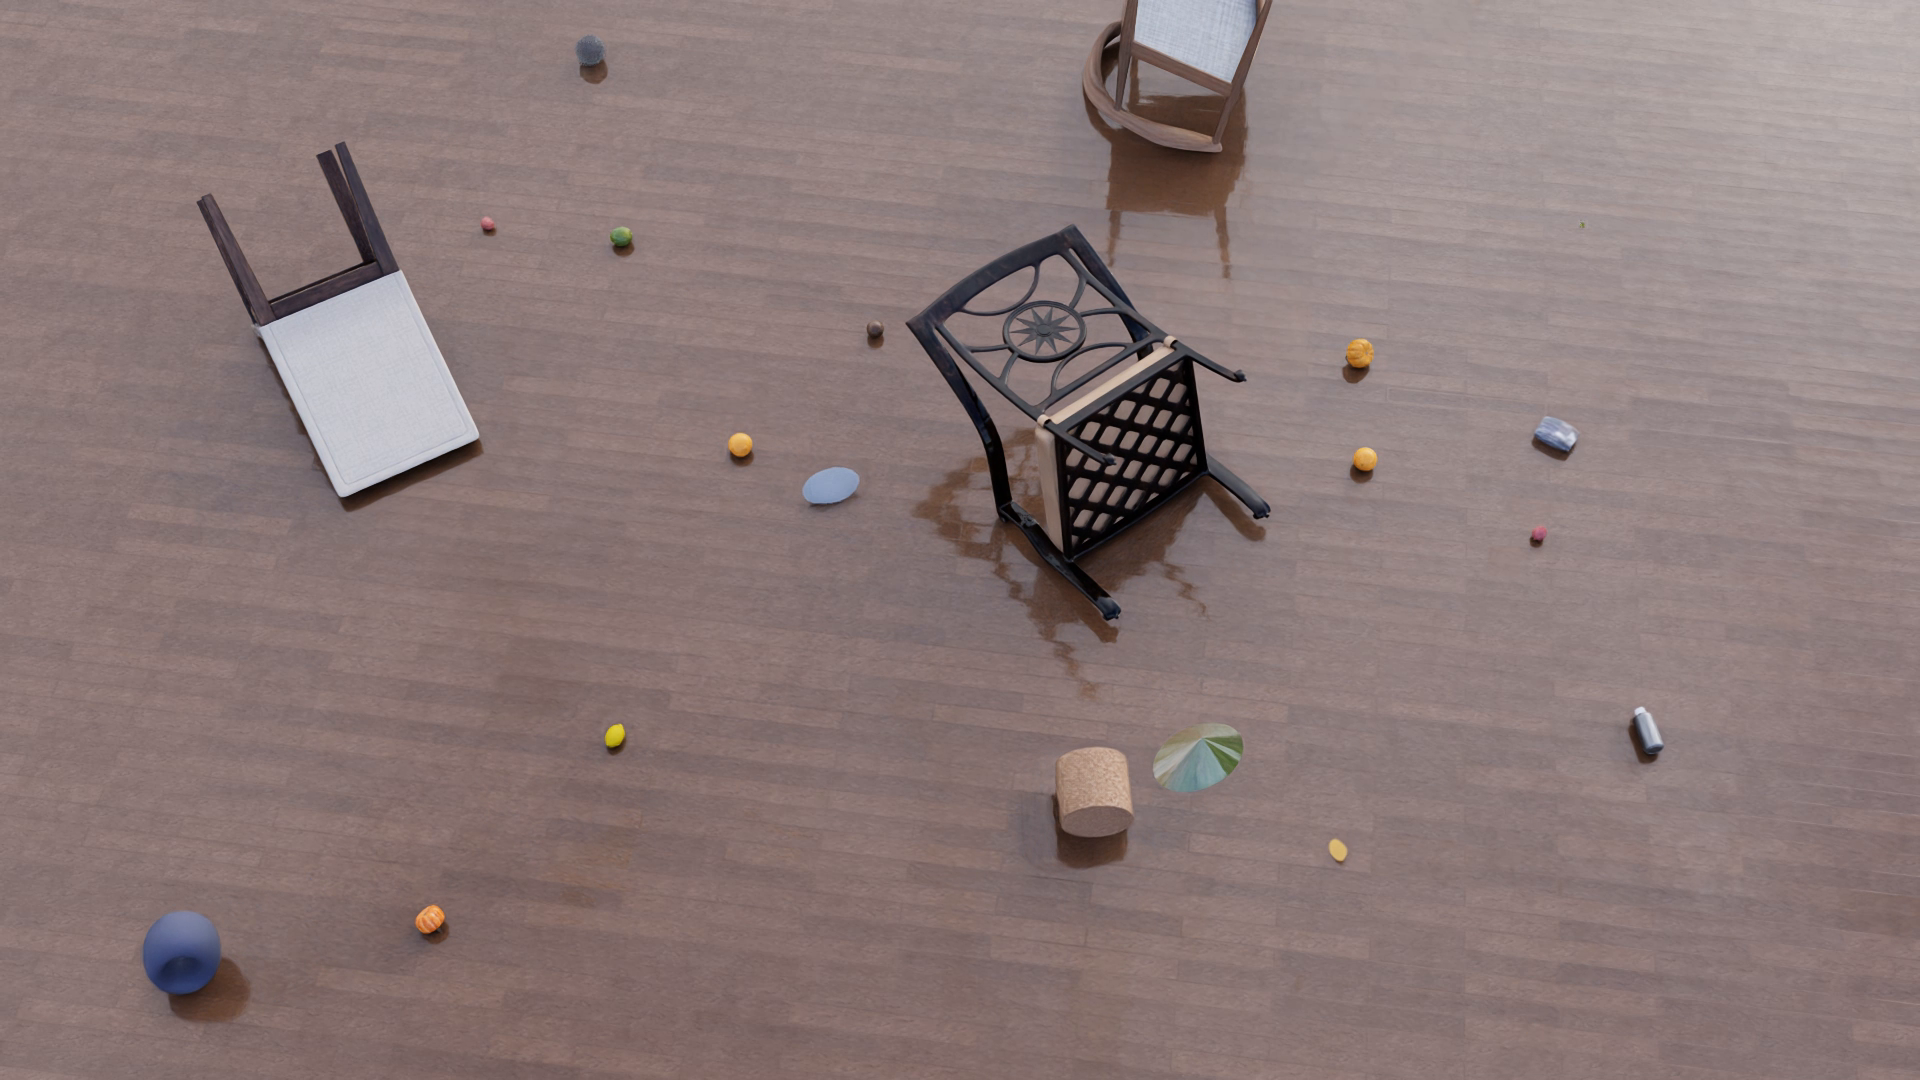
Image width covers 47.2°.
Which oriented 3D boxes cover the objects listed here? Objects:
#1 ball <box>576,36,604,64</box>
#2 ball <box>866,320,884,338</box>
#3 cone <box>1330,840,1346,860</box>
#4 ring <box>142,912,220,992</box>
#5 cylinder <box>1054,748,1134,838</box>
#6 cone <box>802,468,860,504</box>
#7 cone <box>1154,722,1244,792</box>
[{"bbox_3d":[-1.288,-1.708,7.661,0.098,0.098,0.098,0,56,0],"label":"ball"},{"bbox_3d":[-0.269,-0.671,6.991,0.056,0.056,0.056,0,56,0],"label":"ball"},{"bbox_3d":[1.043,0.842,5.995,0.041,0.052,0.062,-4,50,-42],"label":"cone"},{"bbox_3d":[-2.018,1.071,5.705,0.192,0.261,0.129,-4,48,-21],"label":"ring"},{"bbox_3d":[0.364,0.689,5.998,0.199,0.189,0.177,4,55,-13],"label":"cylinder"},{"bbox_3d":[-0.397,-0.187,6.668,0.176,0.116,0.107,-17,28,-3],"label":"cone"},{"bbox_3d":[0.668,0.577,6.119,0.282,0.112,0.188,-28,61,-18],"label":"cone"}]
